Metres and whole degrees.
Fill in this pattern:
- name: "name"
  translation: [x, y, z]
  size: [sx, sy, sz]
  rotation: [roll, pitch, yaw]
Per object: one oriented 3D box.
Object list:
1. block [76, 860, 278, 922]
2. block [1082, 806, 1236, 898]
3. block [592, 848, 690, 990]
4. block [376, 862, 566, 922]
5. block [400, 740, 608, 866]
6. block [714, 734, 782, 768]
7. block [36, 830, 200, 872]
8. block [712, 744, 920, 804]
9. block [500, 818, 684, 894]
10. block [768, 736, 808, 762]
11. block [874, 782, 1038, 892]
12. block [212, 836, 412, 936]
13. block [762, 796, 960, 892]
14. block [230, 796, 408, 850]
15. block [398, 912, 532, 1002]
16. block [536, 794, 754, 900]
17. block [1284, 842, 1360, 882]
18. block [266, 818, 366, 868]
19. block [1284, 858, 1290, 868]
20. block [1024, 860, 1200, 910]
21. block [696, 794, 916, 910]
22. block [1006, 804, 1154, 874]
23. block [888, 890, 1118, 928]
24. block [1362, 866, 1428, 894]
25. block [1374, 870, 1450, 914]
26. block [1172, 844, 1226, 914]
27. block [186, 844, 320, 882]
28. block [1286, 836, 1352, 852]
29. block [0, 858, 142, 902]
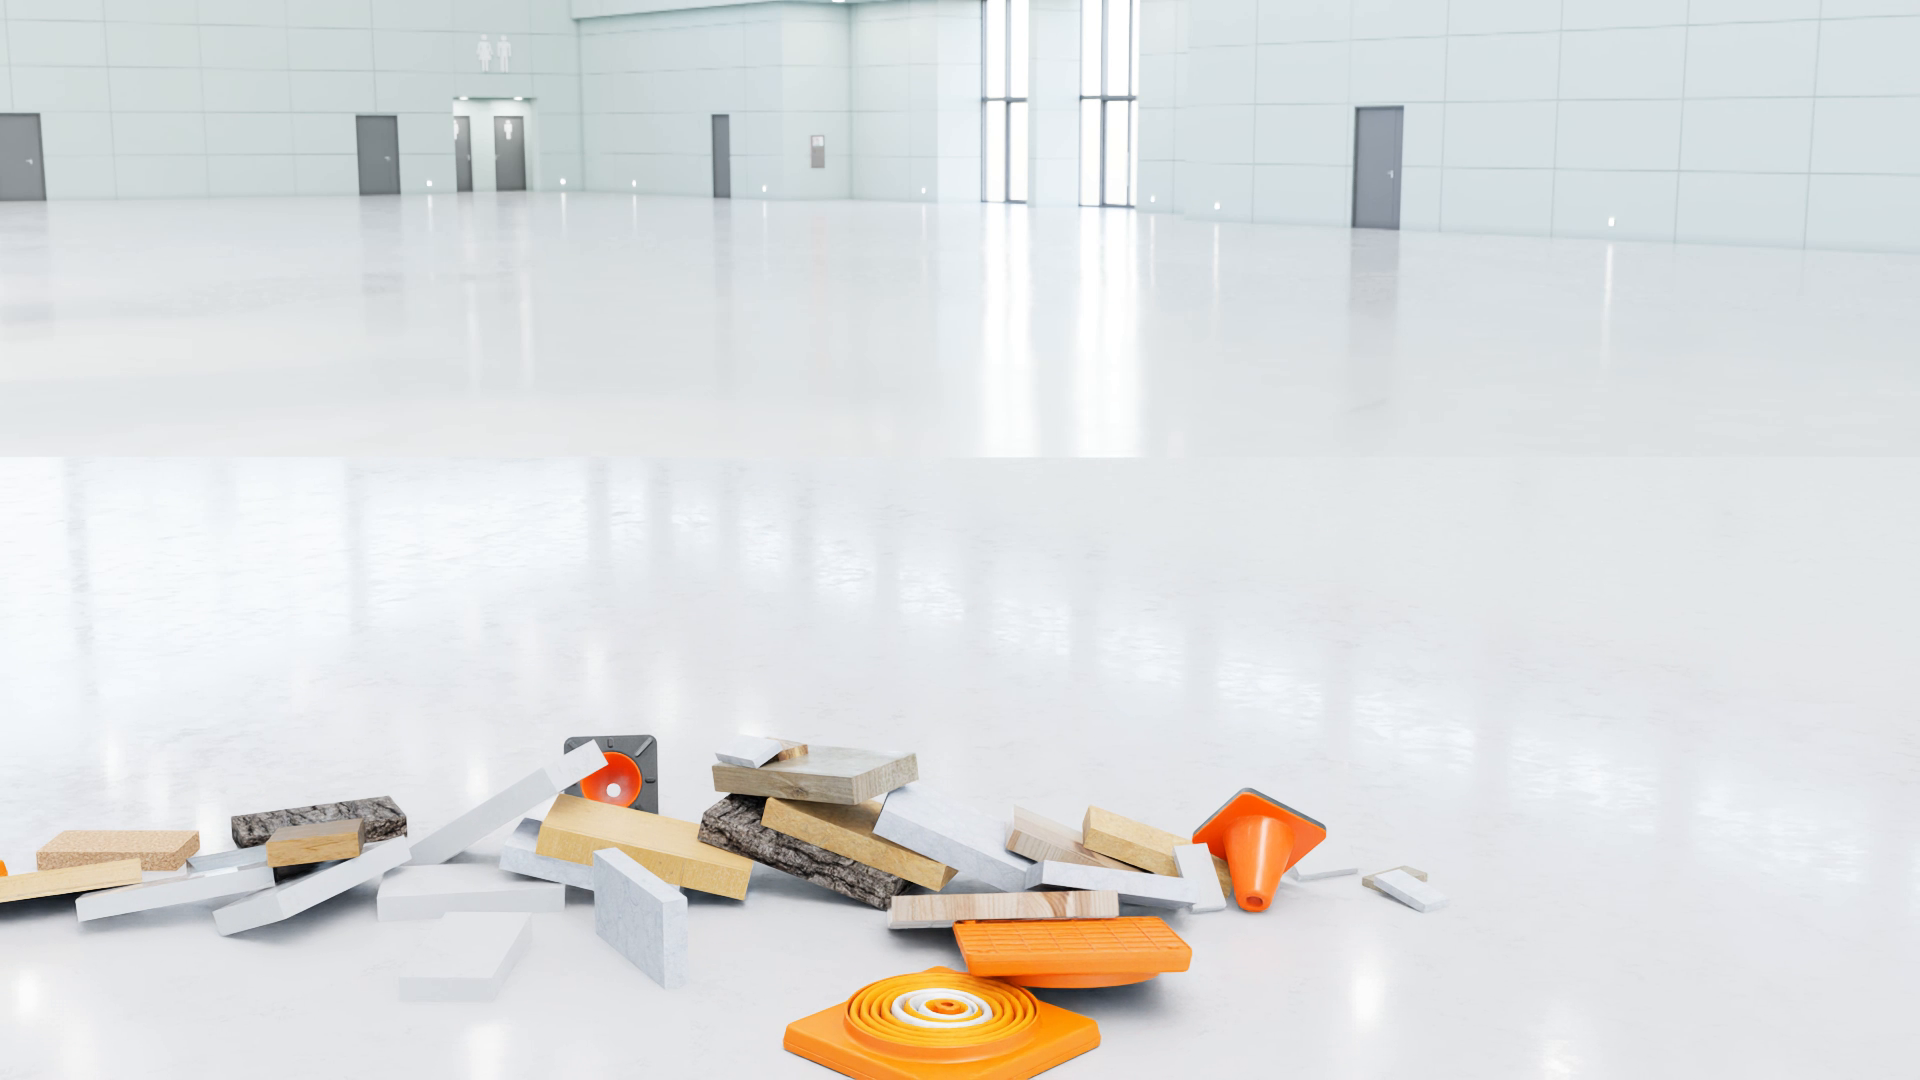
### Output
- name: "block"
  translation: [-1.262, 0.565, 3.558]
  size: [0.299, 0.034, 0.120]
  rotation: [-9, -1, -15]
- name: "block"
  translation: [0.332, 0.523, 3.703]
  size: [0.255, 0.036, 0.127]
  rotation: [20, 11, -1]
- name: "block"
  translation: [-0.491, 0.576, 3.369]
  size: [0.039, 0.136, 0.273]
  rotation: [-6, 12, -31]
- name: "block"
  translation: [-0.802, 0.576, 3.628]
  size: [0.295, 0.042, 0.148]
  rotation: [-2, 11, -9]
- name: "block"
  translation: [-0.780, 0.460, 3.743]
  size: [0.347, 0.049, 0.174]
  rotation: [-31, -1, 22]
- name: "block"
  translation: [-0.360, 0.359, 3.741]
  size: [0.060, 0.017, 0.120]
  rotation: [-35, 23, -32]
- name: "block"
  translation: [-1.467, 0.541, 3.837]
  size: [0.239, 0.034, 0.120]
  rotation: [0, 11, 0]
- name: "block"
  translation: [-0.246, 0.391, 3.707]
  size: [0.323, 0.046, 0.162]
  rotation: [0, 10, 40]
- name: "block"
  translation: [-0.602, 0.537, 3.662]
  size: [0.295, 0.042, 0.148]
  rotation: [13, 11, 0]
- name: "block"
  translation: [-0.320, 0.359, 3.777]
  size: [0.060, 0.017, 0.120]
  rotation: [-13, 10, -38]
- name: "block"
  translation: [0.023, 0.500, 3.650]
  size: [0.323, 0.046, 0.162]
  rotation: [24, 16, 0]
- name: "block"
  translation: [-1.046, 0.559, 3.565]
  size: [0.148, 0.042, 0.295]
  rotation: [-18, 2, 29]
- name: "block"
  translation: [-0.153, 0.489, 3.693]
  size: [0.323, 0.046, 0.162]
  rotation: [19, 14, 14]
- name: "block"
  translation: [-1.153, 0.516, 3.956]
  size: [0.283, 0.040, 0.141]
  rotation: [-5, 12, -26]
- name: "block"
  translation: [-0.747, 0.631, 3.342]
  size: [0.136, 0.039, 0.273]
  rotation: [0, 11, 1]
- name: "block"
  translation: [-0.516, 0.509, 3.663]
  size: [0.347, 0.049, 0.174]
  rotation: [13, 11, -3]
- name: "block"
  translation: [0.619, 0.550, 3.763]
  size: [0.116, 0.016, 0.058]
  rotation: [-4, 43, -20]
- name: "block"
  translation: [-1.069, 0.502, 3.660]
  size: [0.141, 0.040, 0.283]
  rotation: [-5, -1, -14]
- name: "block"
  translation: [0.617, 0.556, 3.812]
  size: [0.104, 0.015, 0.052]
  rotation: [-8, 13, -37]
- name: "block"
  translation: [0.243, 0.552, 3.518]
  size: [0.255, 0.036, 0.127]
  rotation: [9, -15, -9]
- name: "block"
  translation: [-0.246, 0.514, 3.698]
  size: [0.347, 0.049, 0.174]
  rotation: [18, 14, 13]
- name: "block"
  translation: [0.199, 0.523, 3.657]
  size: [0.255, 0.036, 0.127]
  rotation: [23, 11, -4]
- name: "block"
  translation: [0.065, 0.581, 3.459]
  size: [0.351, 0.039, 0.136]
  rotation: [-1, -14, -5]
- name: "block"
  translation: [0.735, 0.573, 3.717]
  size: [0.104, 0.015, 0.052]
  rotation: [-8, 13, -36]
- name: "block"
  translation: [0.746, 0.580, 3.633]
  size: [0.058, 0.016, 0.116]
  rotation: [-7, 21, -34]
- name: "block"
  translation: [0.392, 0.555, 3.612]
  size: [0.058, 0.016, 0.116]
  rotation: [-3, 53, -17]
- name: "block"
  translation: [-1.184, 0.556, 3.760]
  size: [0.239, 0.034, 0.120]
  rotation: [-7, 13, -33]
- name: "block"
  translation: [0.625, 0.538, 3.827]
  size: [0.104, 0.015, 0.052]
  rotation: [-6, 12, -27]
- name: "block"
  translation: [-1.495, 0.562, 3.596]
  size: [0.283, 0.040, 0.141]
  rotation: [-5, -6, -26]
